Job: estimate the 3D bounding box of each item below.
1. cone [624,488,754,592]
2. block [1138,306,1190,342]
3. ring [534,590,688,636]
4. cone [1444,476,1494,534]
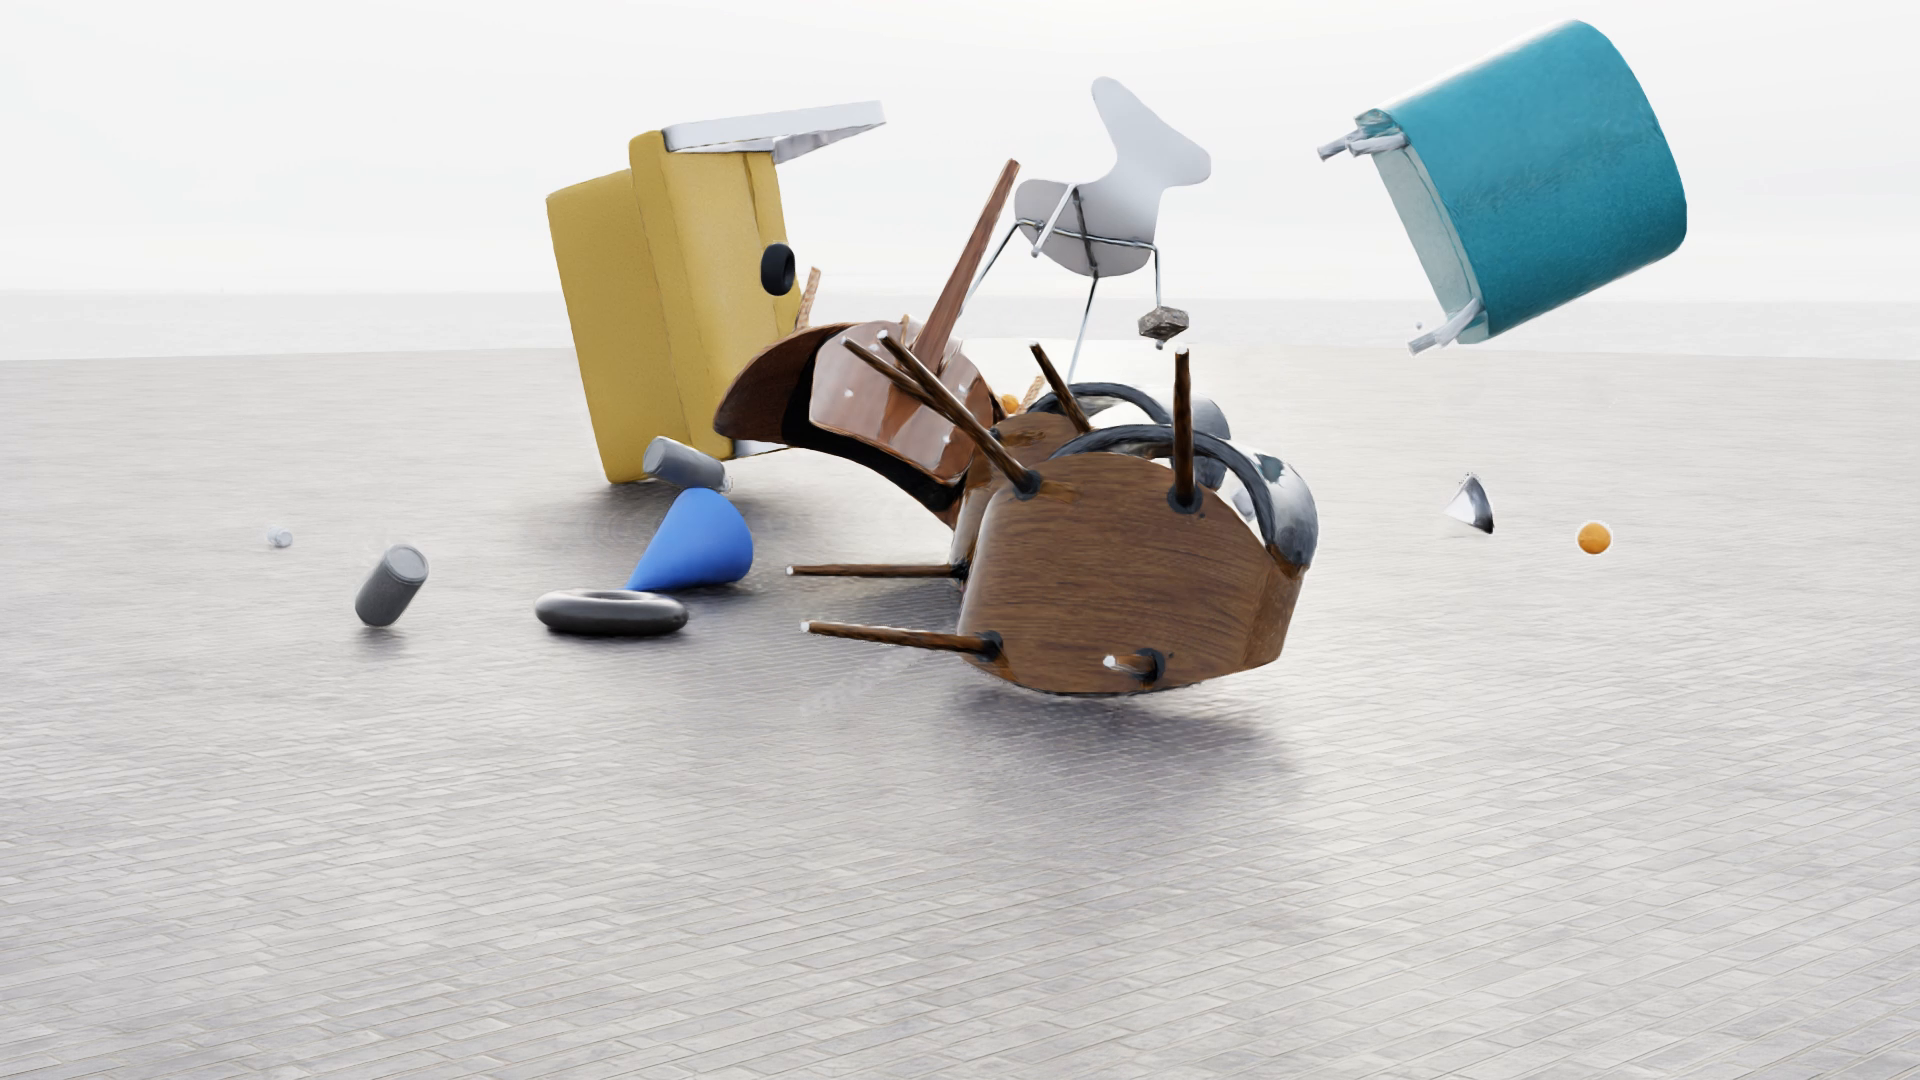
[{"bbox_3d":[-0.615,0.053,5.370,0.271,0.222,0.272,-36,3,-38],"label":"cone"},{"bbox_3d":[0.638,-0.679,8.043,0.107,0.055,0.121,10,-23,-33],"label":"block"},{"bbox_3d":[-0.652,0.135,4.790,0.330,0.066,0.209,4,6,32],"label":"ring"},{"bbox_3d":[1.266,-0.080,6.476,0.105,0.168,0.094,-11,-26,-16],"label":"cone"}]
